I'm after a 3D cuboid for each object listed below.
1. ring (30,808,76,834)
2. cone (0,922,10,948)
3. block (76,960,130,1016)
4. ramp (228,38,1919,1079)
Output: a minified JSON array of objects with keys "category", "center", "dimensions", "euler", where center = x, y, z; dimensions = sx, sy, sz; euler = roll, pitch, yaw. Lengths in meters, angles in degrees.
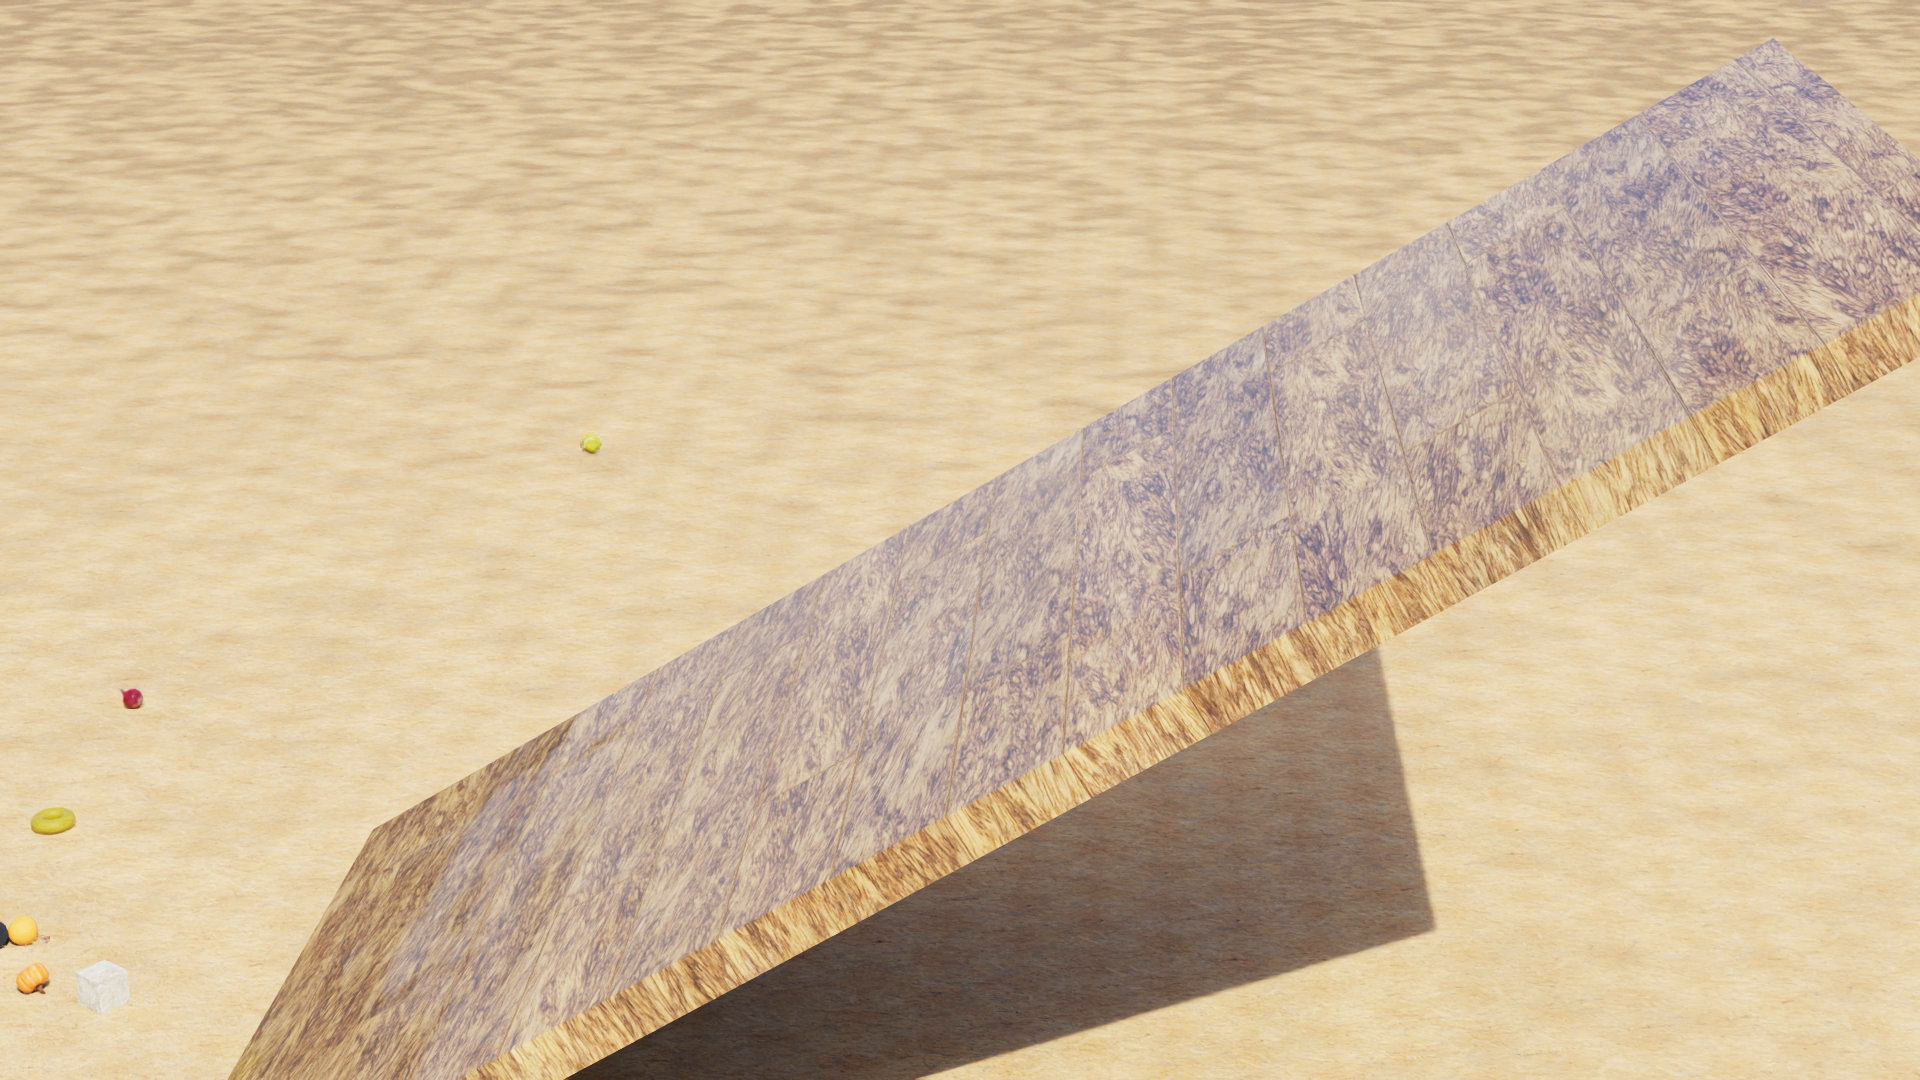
[{"category":"ring","center":[-2.425,0.751,7.864],"dimensions":[0.117,0.039,0.117],"euler":[-1,20,0]},{"category":"cone","center":[-2.359,0.972,7.242],"dimensions":[0.071,0.071,0.071],"euler":[4,-7,11]},{"category":"block","center":[-2.020,1.054,6.930],"dimensions":[0.084,0.084,0.084],"euler":[14,24,35]},{"category":"ramp","center":[0.141,0.169,6.289],"dimensions":[4.000,0.100,2.000],"euler":[-29,15,13]}]
